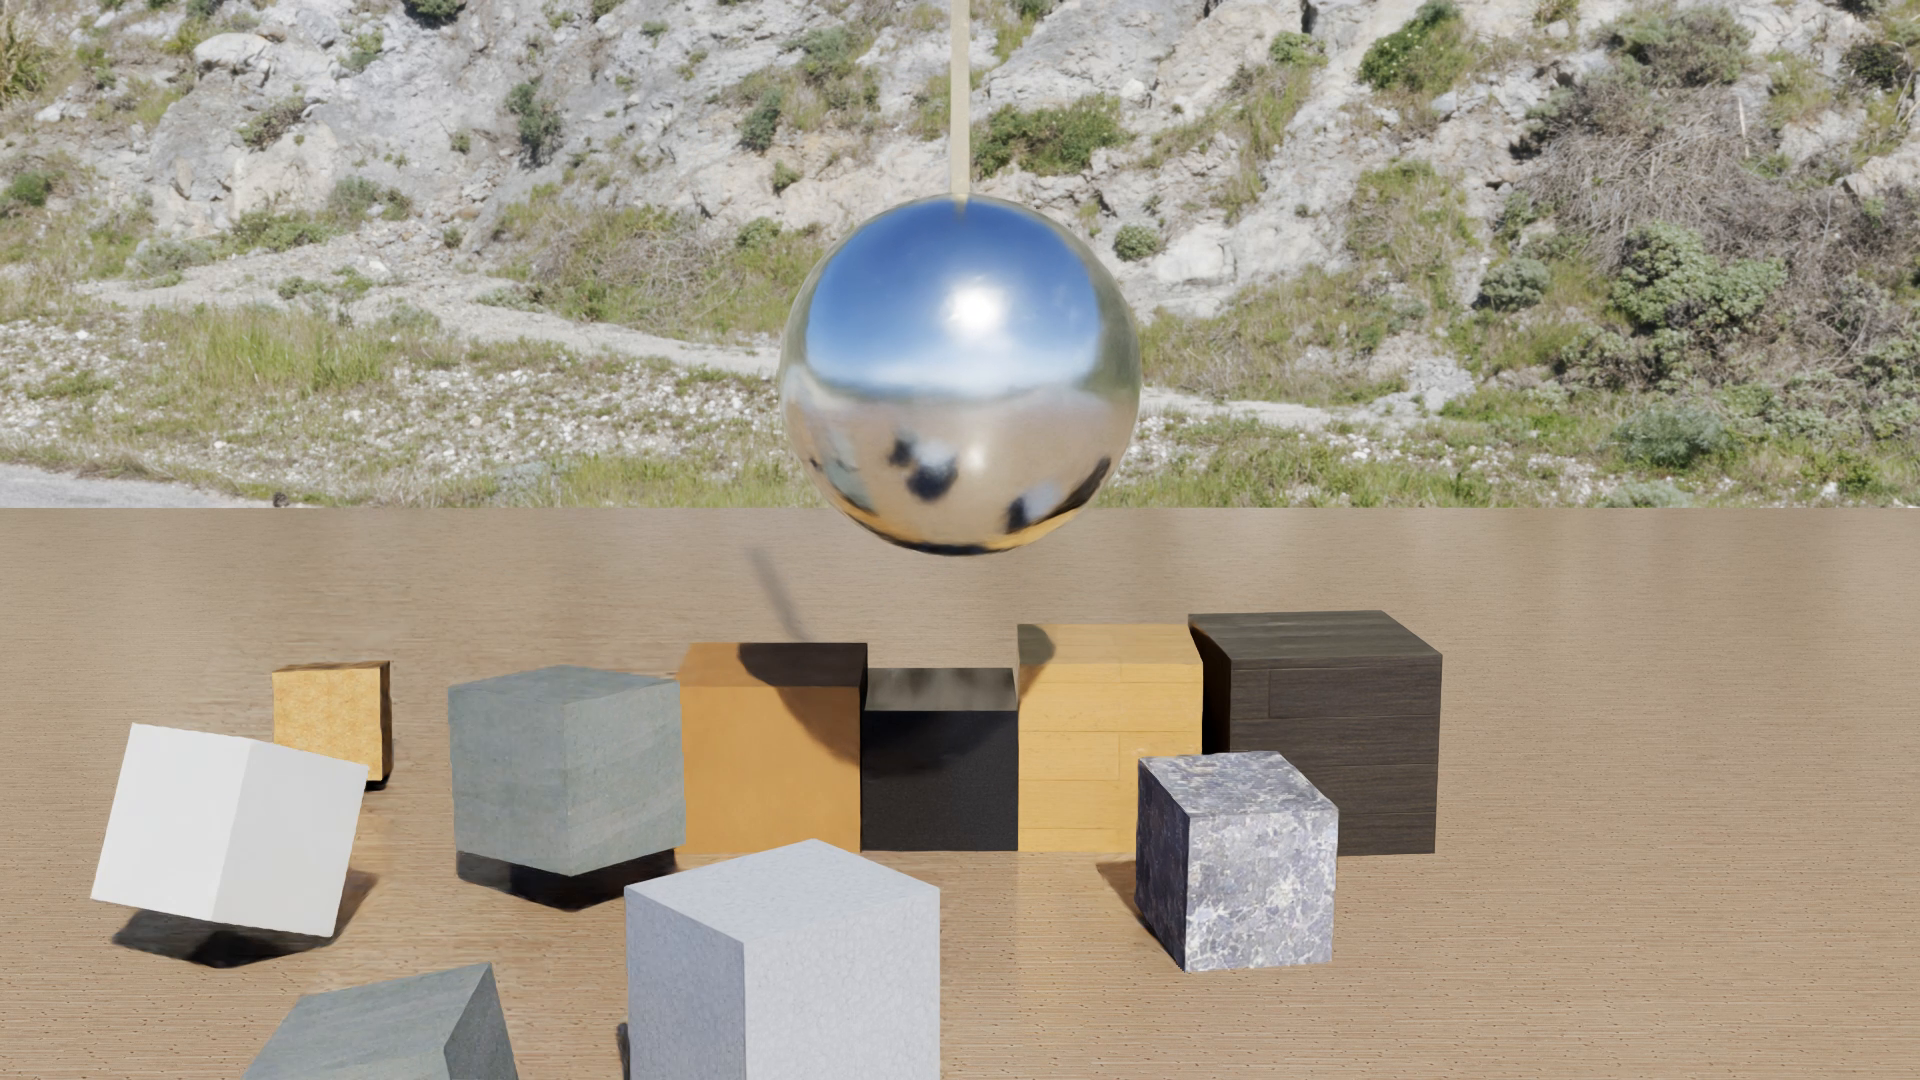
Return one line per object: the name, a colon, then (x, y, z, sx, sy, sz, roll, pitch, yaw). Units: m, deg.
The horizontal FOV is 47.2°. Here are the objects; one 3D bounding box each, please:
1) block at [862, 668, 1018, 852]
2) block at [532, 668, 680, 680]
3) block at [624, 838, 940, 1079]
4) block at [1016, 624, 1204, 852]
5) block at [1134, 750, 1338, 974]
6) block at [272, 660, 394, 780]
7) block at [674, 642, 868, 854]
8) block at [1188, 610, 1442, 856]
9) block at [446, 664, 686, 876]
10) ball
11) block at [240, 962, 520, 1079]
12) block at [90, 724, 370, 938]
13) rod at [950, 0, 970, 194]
block: (-0.103, 1.120, 11.380, 0.773, 0.724, 0.901, 0, 10, 0)
block: (-1.852, 1.113, 11.370, 0.831, 0.742, 0.779, 0, 10, 0)
block: (-0.635, 1.670, 7.919, 0.844, 0.880, 0.743, -9, 13, -40)
block: (0.750, 1.003, 11.357, 0.905, 0.964, 0.914, 0, 10, 1)
block: (1.209, 1.409, 9.758, 0.658, 0.701, 0.807, -2, 13, -11)
block: (-3.455, 1.000, 12.145, 0.556, 0.605, 0.559, -2, 2, -9)
block: (-0.961, 1.056, 11.366, 0.932, 0.856, 0.969, 0, 10, 0)
block: (1.792, 0.979, 11.340, 1.054, 1.017, 1.051, -1, 10, -6)
block: (-1.841, 1.056, 10.304, 0.838, 0.780, 0.698, 4, 8, 40)
ball: (0.000, -0.717, 9.672, 1.600, 1.600, 1.600, 0, 10, 0)
block: (-1.868, 1.870, 7.215, 0.664, 0.625, 0.739, -11, 10, 1)
block: (-3.174, 1.270, 9.600, 0.720, 0.762, 0.718, 3, -13, 29)
rod: (0.000, -4.113, 9.836, 0.080, 5.200, 0.080, 0, -3, 0)
